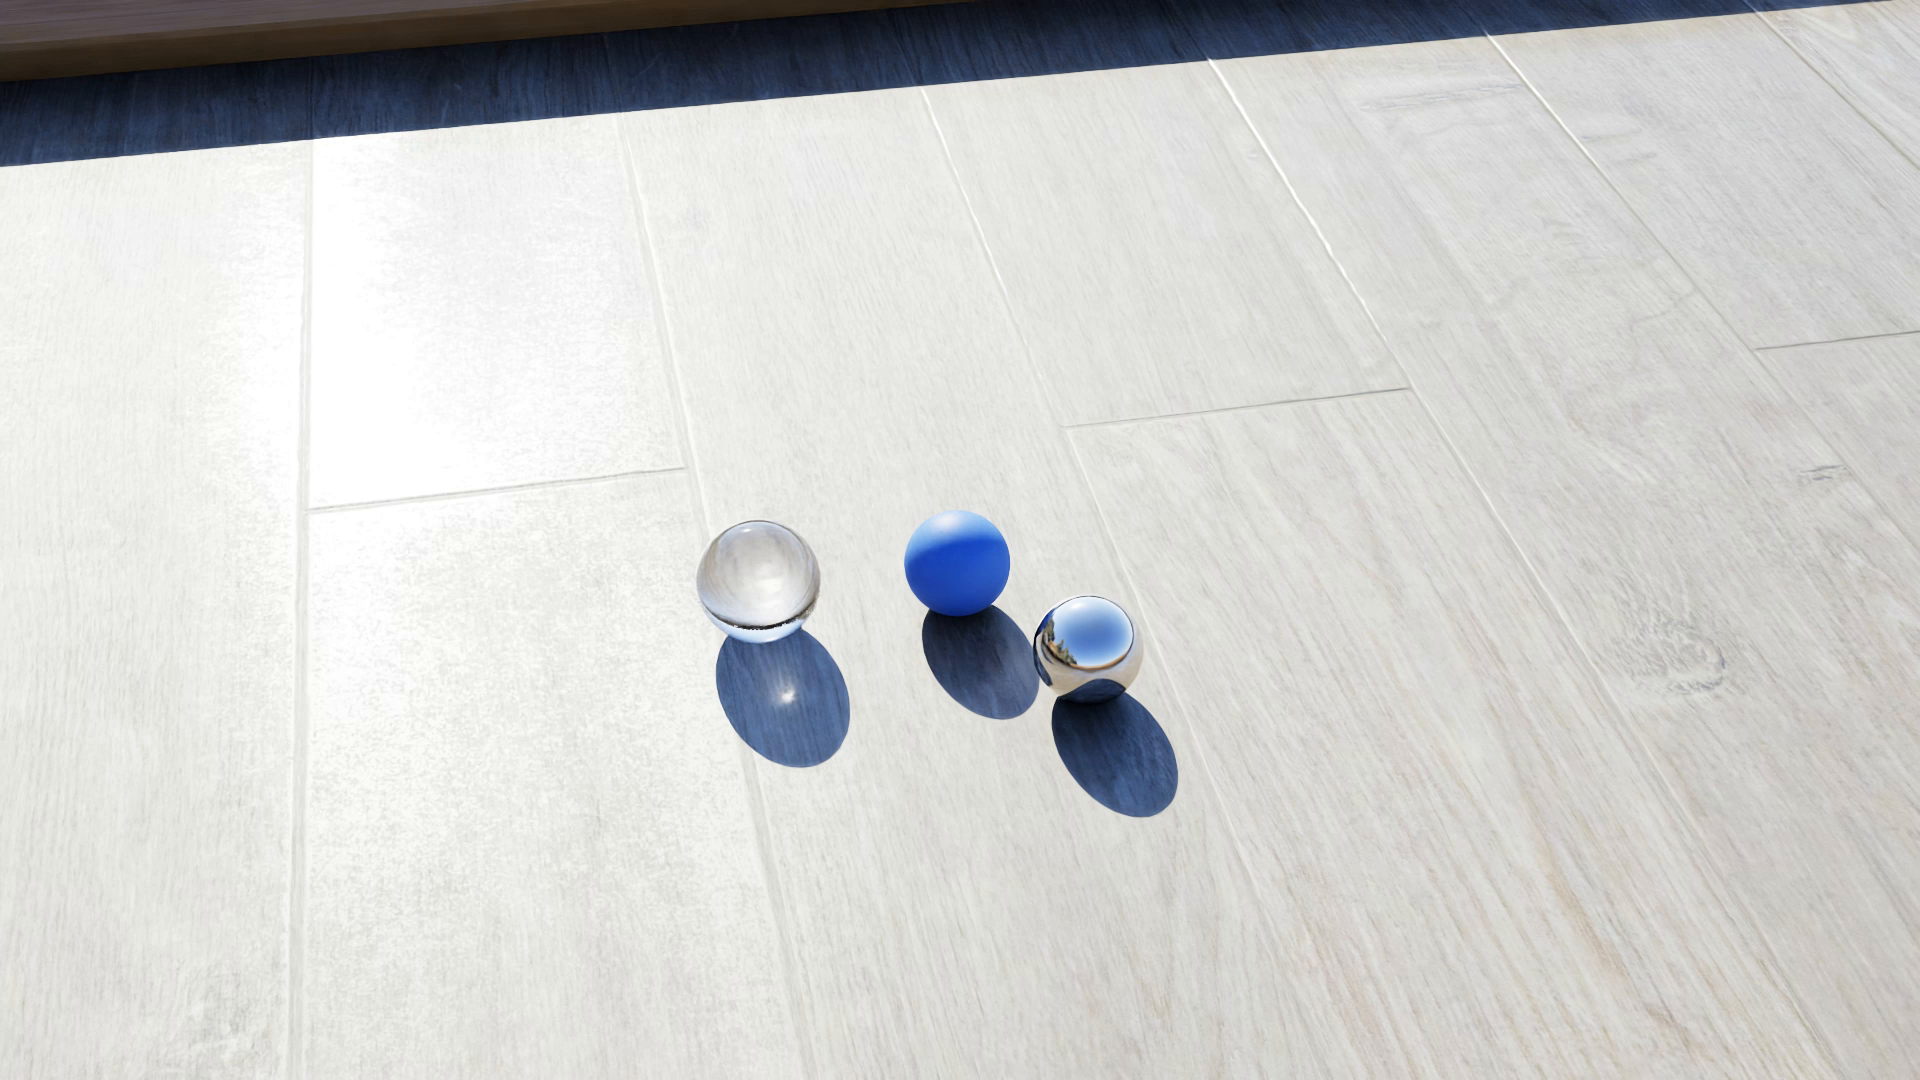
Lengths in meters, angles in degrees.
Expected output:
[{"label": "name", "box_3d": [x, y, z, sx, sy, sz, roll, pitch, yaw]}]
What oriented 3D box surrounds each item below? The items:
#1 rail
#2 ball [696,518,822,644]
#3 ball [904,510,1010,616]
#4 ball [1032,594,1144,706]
[{"label": "rail", "box_3d": [0.610, -0.576, 2.330, 3.133, 0.097, 0.045, -7, 37, -9]}, {"label": "ball", "box_3d": [-0.120, 0.024, 1.529, 0.075, 0.075, 0.075, 0, 36, 0]}, {"label": "ball", "box_3d": [-0.002, 0.014, 1.552, 0.065, 0.065, 0.065, 0, 36, 0]}, {"label": "ball", "box_3d": [0.074, 0.063, 1.485, 0.065, 0.065, 0.065, 0, 36, 0]}]
